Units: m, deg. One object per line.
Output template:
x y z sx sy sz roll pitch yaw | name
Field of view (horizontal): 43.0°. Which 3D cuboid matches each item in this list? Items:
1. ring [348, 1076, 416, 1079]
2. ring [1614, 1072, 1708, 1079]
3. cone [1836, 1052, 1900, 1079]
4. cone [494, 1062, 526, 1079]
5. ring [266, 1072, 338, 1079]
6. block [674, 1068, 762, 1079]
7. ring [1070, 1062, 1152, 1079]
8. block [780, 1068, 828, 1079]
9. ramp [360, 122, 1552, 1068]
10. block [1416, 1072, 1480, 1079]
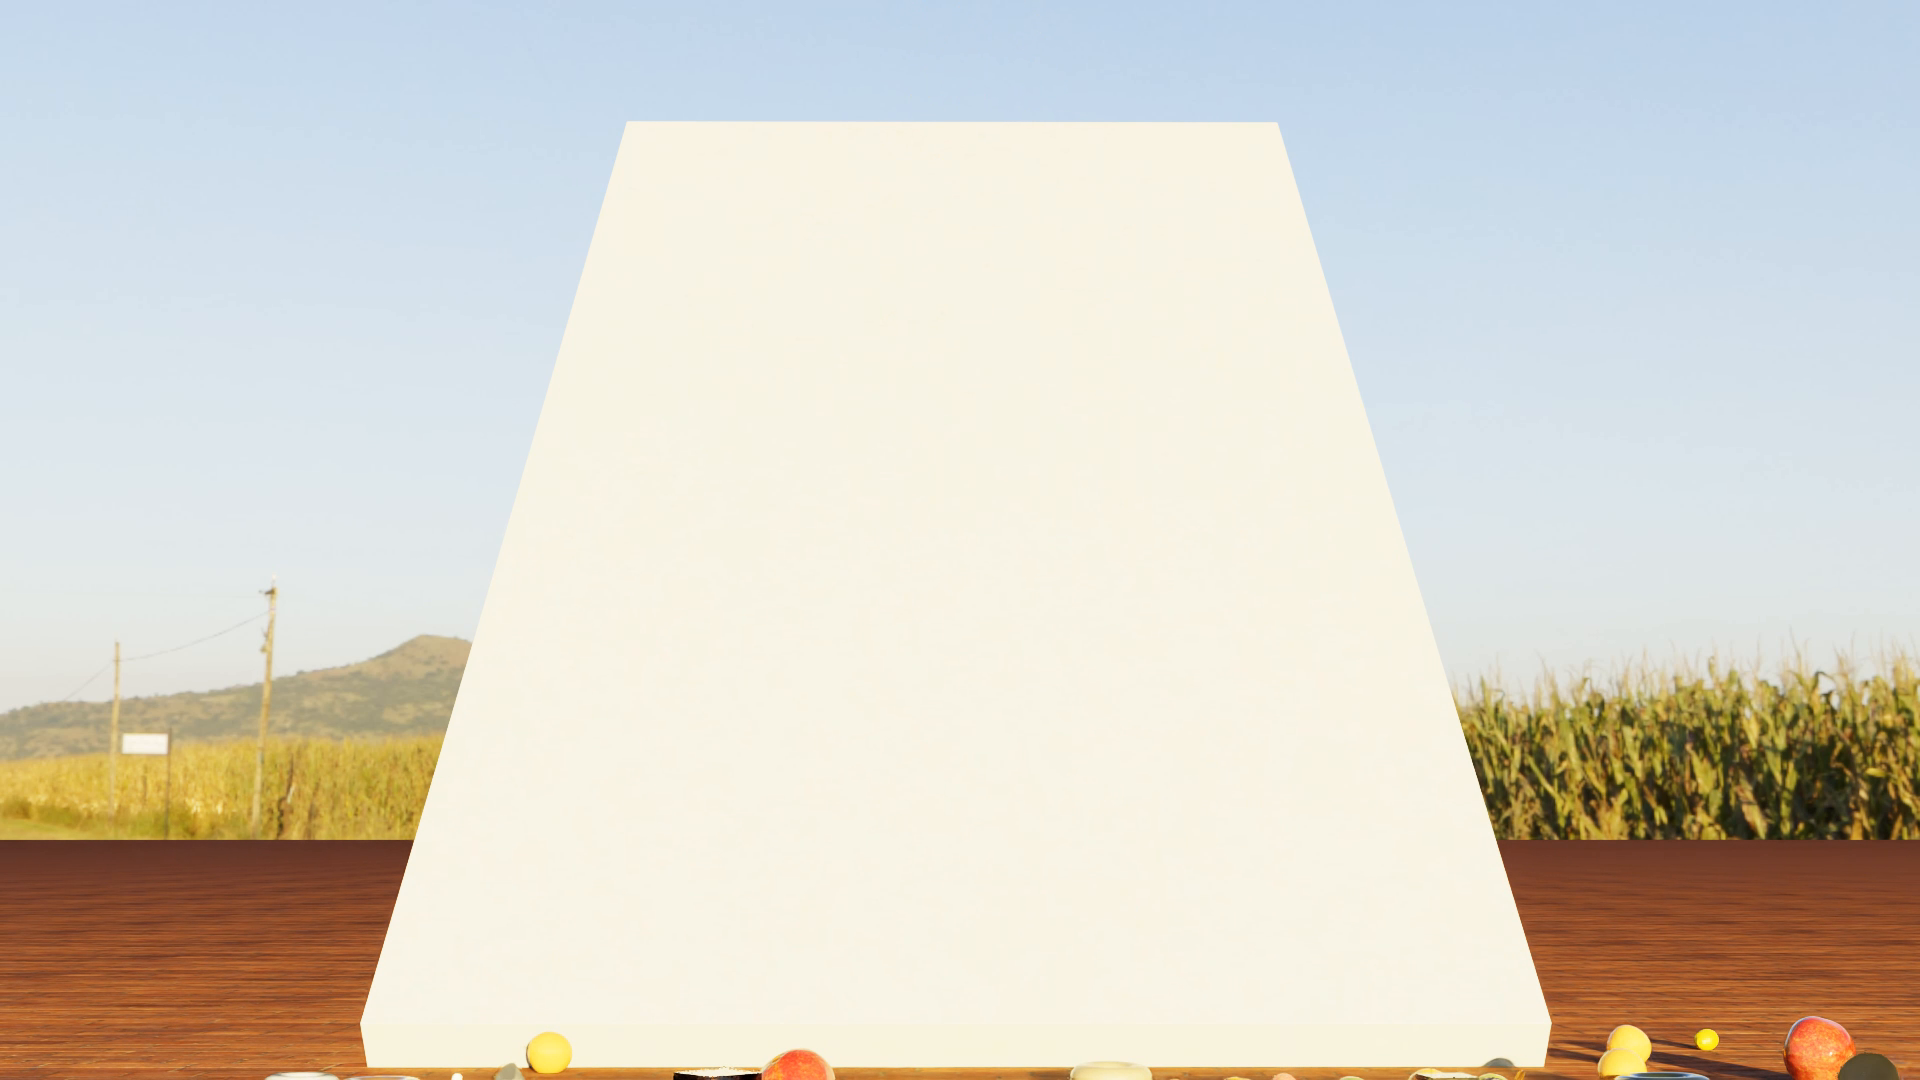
-0.837 0.798 3.515 0.135 0.045 0.135 0 -8 0 | ring
1.013 0.796 3.516 0.149 0.050 0.149 -1 -8 0 | ring
1.329 0.803 3.535 0.090 0.090 0.090 -6 -35 39 | cone
-0.634 0.806 3.537 0.074 0.074 0.074 33 -22 -25 | cone
-0.982 0.816 3.638 0.116 0.039 0.116 1 -8 0 | ring
-0.319 0.741 3.204 0.083 0.083 0.083 6 -9 -41 | block
0.233 0.829 3.758 0.126 0.042 0.126 1 -5 0 | ring
-0.228 0.800 3.564 0.052 0.052 0.052 -4 -8 28 | block
-0.015 -0.194 5.826 2.000 0.100 4.000 0 32 0 | ramp
0.667 0.765 3.335 0.066 0.066 0.066 1 -7 -10 | block
